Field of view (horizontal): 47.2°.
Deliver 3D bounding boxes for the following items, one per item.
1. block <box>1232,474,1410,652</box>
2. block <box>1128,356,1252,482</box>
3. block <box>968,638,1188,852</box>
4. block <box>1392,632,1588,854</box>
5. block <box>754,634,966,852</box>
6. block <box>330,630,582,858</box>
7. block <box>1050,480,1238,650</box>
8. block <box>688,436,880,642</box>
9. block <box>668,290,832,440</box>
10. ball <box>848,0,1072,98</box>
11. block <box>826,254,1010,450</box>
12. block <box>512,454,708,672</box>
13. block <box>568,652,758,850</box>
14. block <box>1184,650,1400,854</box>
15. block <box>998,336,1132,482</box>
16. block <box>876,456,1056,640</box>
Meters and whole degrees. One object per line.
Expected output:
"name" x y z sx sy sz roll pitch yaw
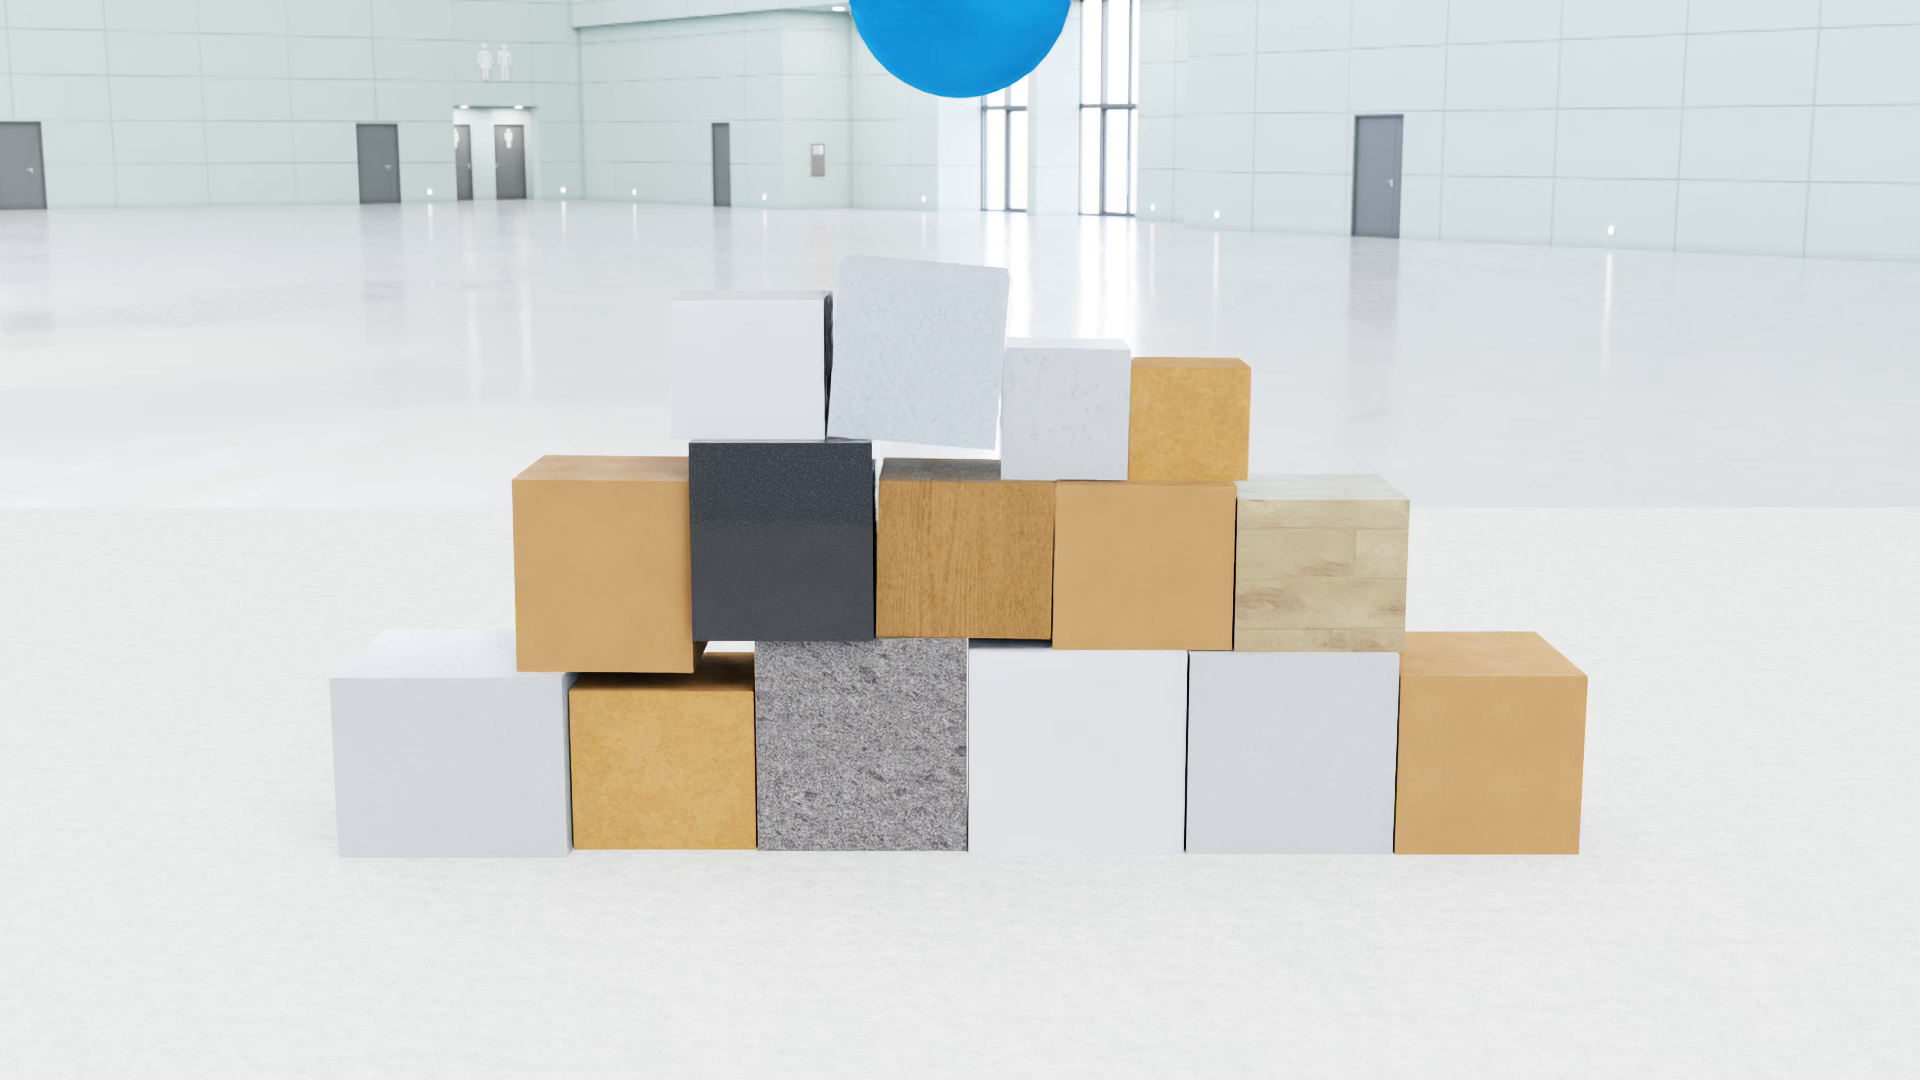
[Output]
"block" 1.771 0.103 11.185 0.839 0.762 0.841 0 10 0
"block" 1.128 -0.616 11.072 0.595 0.562 0.504 1 10 0
"block" 0.580 0.969 11.373 1.073 1.024 0.985 0 10 0
"block" 2.623 1.028 11.364 0.917 0.912 1.009 0 10 0
"block" -0.489 0.941 11.352 1.045 1.088 0.905 0 10 0
"block" -2.514 1.028 11.351 1.135 0.917 1.082 0 10 0
"block" 0.903 0.064 11.186 0.885 0.821 0.823 1 10 0
"block" -0.865 -0.073 11.149 0.885 0.979 0.968 0 10 0
"block" -1.033 -0.887 11.008 0.750 0.674 0.721 0 10 0
"ball" 0.000 -3.956 15.650 1.600 1.600 1.600 0 10 0
"block" -0.202 -0.952 10.990 0.820 0.843 0.761 5 10 -1
"block" -1.749 0.105 11.199 0.872 0.957 0.857 1 10 0
"block" -1.479 1.074 11.378 0.915 0.816 0.862 0 10 0
"block" 1.641 0.972 11.375 1.027 1.017 1.037 0 10 0
"block" 0.518 -0.664 11.041 0.622 0.651 0.583 1 10 0
"block" 0.025 0.028 11.169 0.860 0.773 0.820 1 10 0
